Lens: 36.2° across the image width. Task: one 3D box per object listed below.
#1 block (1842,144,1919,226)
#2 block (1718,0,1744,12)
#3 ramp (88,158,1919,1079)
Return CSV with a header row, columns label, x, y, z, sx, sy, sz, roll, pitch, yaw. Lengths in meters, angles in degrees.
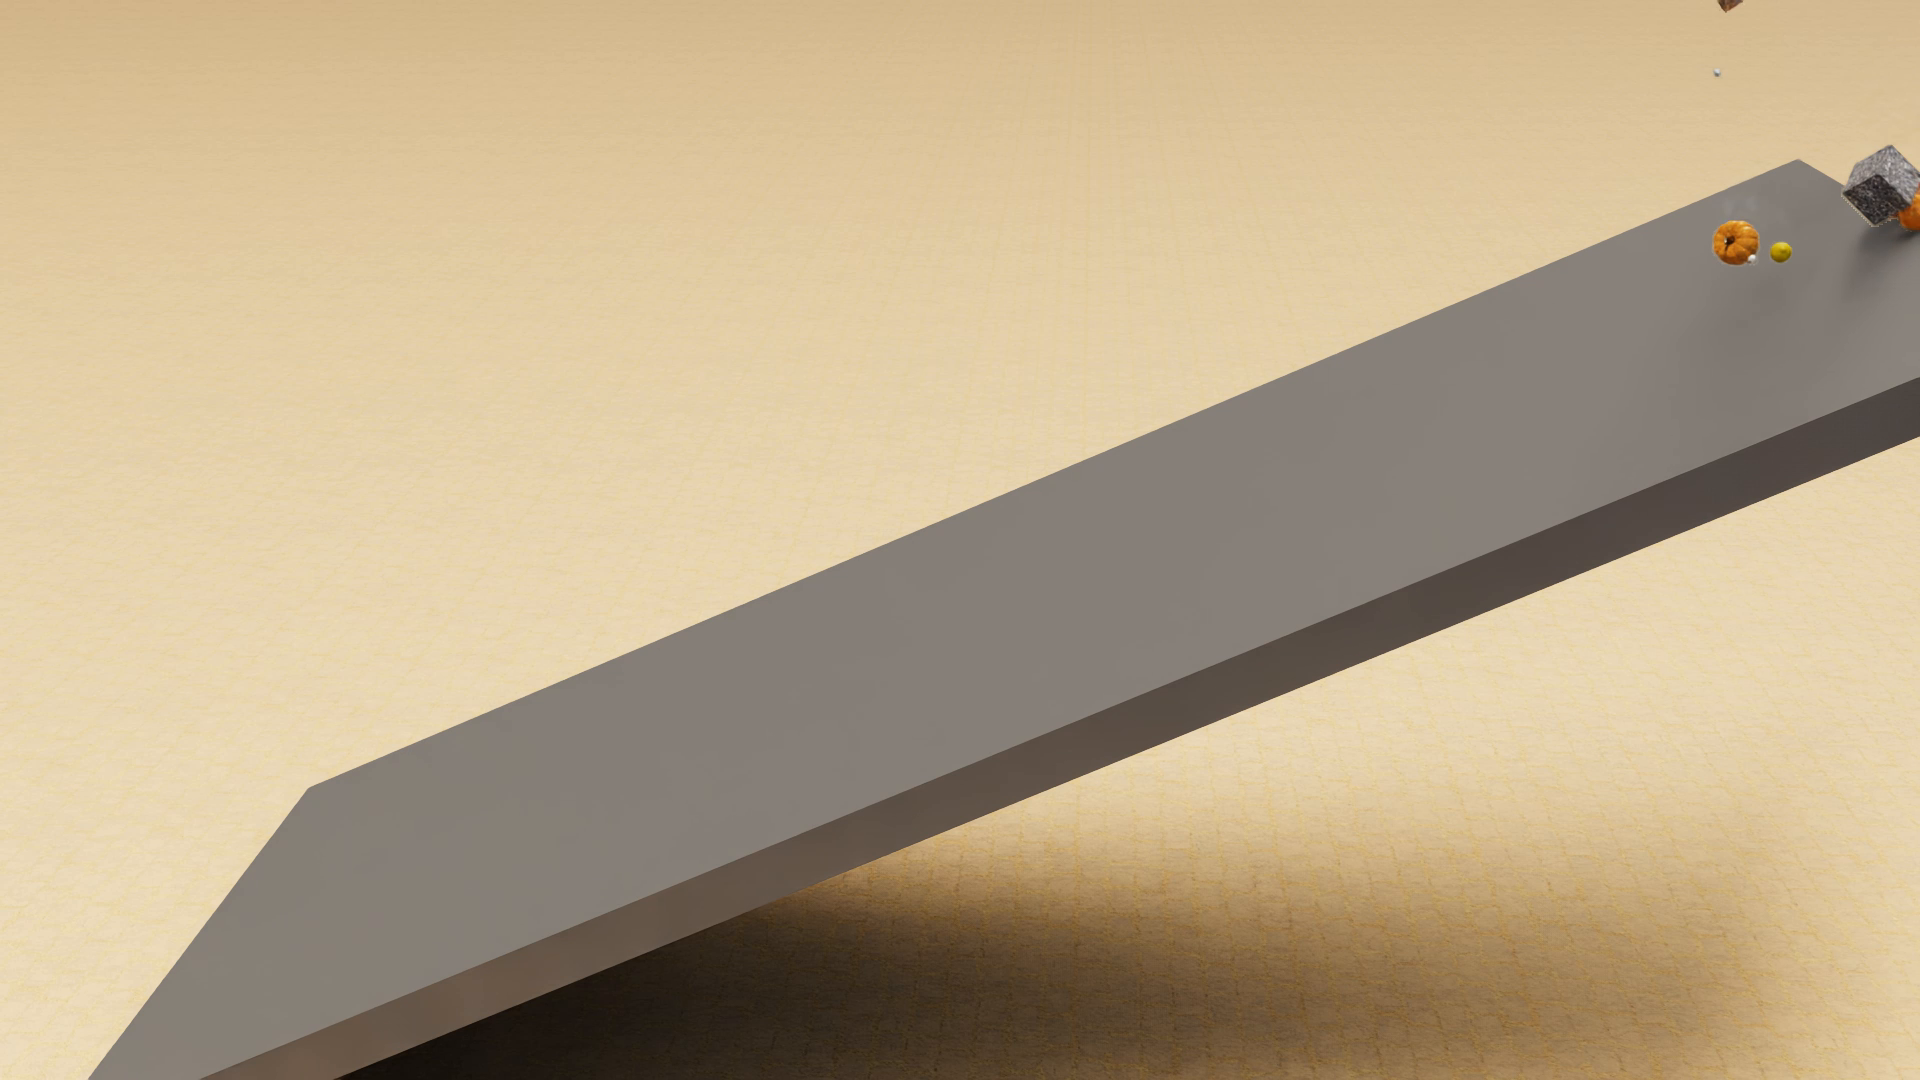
label,x,y,z,sx,sy,sz,roll,pitch,yaw
block,1.838,-0.708,5.861,0.096,0.096,0.096,-33,20,52
block,1.548,-1.103,5.883,0.064,0.064,0.064,-32,0,33
ramp,0.132,0.170,6.284,4.000,0.100,2.000,-23,13,8
